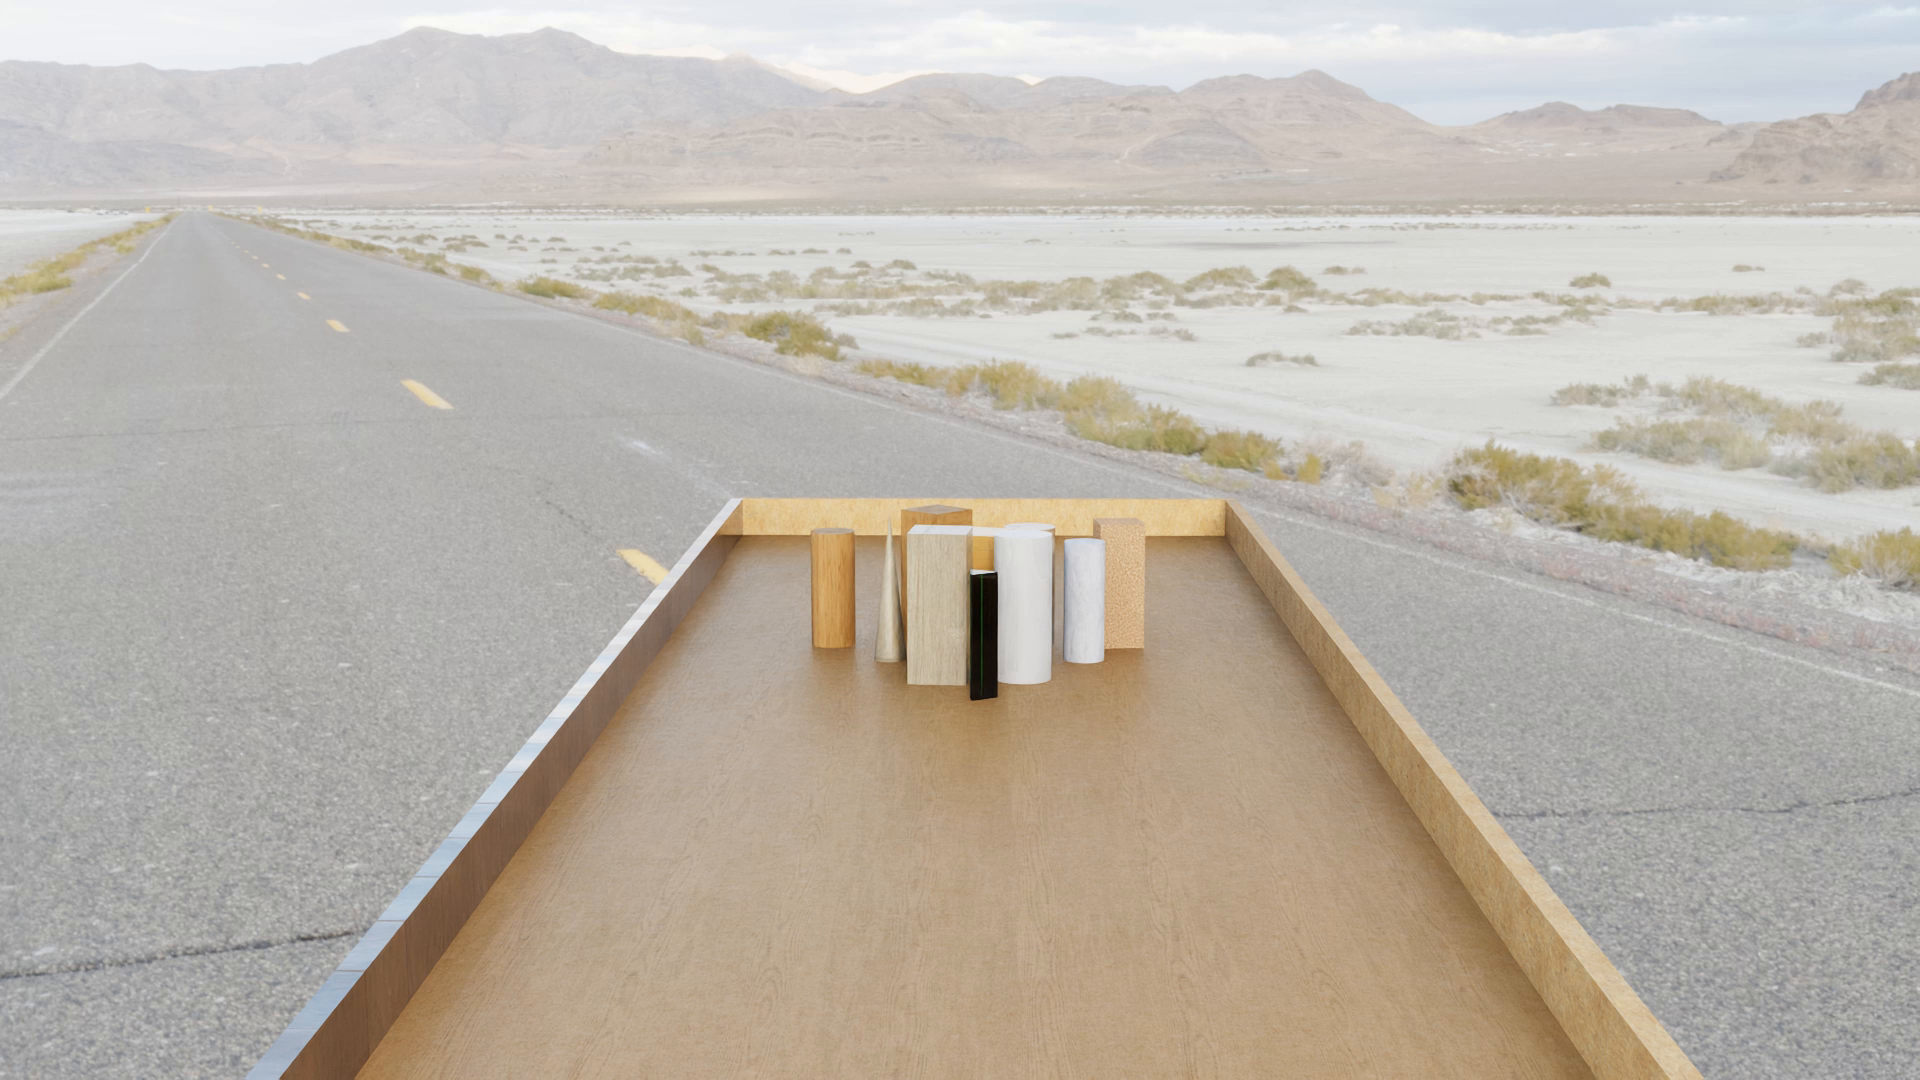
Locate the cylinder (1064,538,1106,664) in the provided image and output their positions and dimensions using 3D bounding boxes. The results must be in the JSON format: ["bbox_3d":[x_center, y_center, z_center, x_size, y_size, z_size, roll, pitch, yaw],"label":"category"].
[{"bbox_3d":[0.378,0.184,6.690,0.126,0.363,0.126,0,9,0],"label":"cylinder"}]

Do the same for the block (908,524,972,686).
[{"bbox_3d":[-0.057,0.188,6.411,0.171,0.442,0.171,1,9,7],"label":"block"}]

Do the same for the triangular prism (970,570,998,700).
[{"bbox_3d":[0.050,0.265,6.191,0.087,0.359,0.076,-5,11,-31],"label":"triangular prism"}]

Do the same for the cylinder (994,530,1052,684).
[{"bbox_3d":[0.183,0.194,6.422,0.170,0.427,0.170,0,9,0],"label":"cylinder"}]

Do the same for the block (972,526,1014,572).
[{"bbox_3d":[0.054,0.171,6.657,0.173,0.399,0.173,3,9,17],"label":"block"}]

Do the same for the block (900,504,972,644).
[{"bbox_3d":[-0.073,0.115,6.922,0.159,0.427,0.159,9,12,43],"label":"block"}]

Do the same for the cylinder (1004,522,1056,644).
[{"bbox_3d":[0.218,0.141,6.940,0.162,0.370,0.162,0,9,0],"label":"cylinder"}]

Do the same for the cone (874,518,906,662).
[{"bbox_3d":[-0.212,0.138,6.682,0.101,0.456,0.101,0,9,0],"label":"cone"}]

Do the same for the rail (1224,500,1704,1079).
[{"bbox_3d":[1.046,0.843,3.208,0.050,0.150,12.000,0,9,1],"label":"rail"}]

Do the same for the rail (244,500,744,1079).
[{"bbox_3d":[-1.004,0.839,3.234,0.050,0.150,12.000,0,9,1],"label":"rail"}]

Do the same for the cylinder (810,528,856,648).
[{"bbox_3d":[-0.399,0.149,6.920,0.139,0.360,0.139,0,9,0],"label":"cylinder"}]

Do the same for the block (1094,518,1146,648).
[{"bbox_3d":[0.498,0.135,6.912,0.140,0.391,0.140,-1,9,-6],"label":"block"}]

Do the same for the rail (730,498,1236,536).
[{"bbox_3d":[0.099,-0.098,9.147,2.100,0.150,0.050,0,9,1],"label":"rail"}]
